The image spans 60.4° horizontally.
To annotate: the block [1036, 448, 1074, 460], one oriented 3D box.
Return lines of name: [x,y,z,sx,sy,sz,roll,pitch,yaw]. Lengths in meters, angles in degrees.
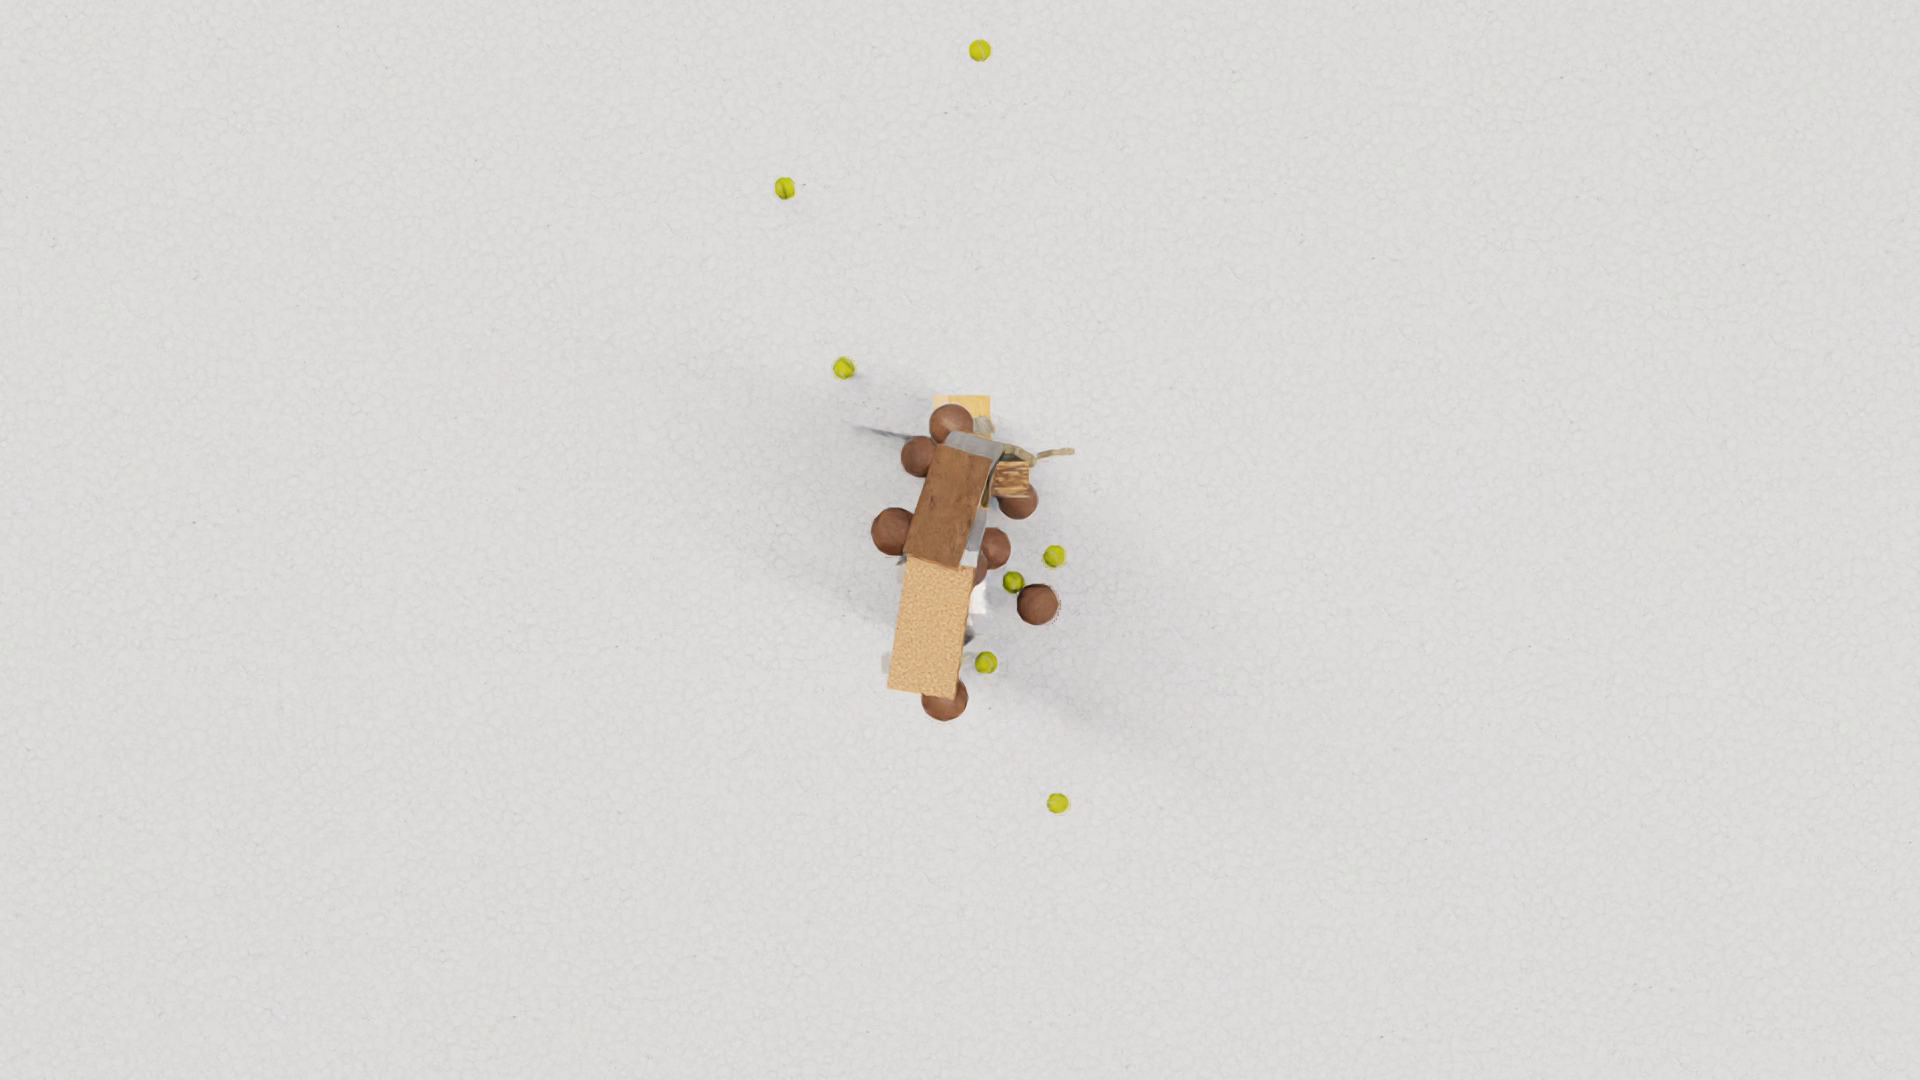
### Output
block: [0.273,-0.248,4.728,0.064,0.129,0.018,-5,89,-19]

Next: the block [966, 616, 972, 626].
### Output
block: [-0.023,0.258,5.091,0.101,0.314,0.029,-9,88,4]

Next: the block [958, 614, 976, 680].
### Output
block: [-0.007,0.340,5.269,0.108,0.030,0.215,-1,90,1]

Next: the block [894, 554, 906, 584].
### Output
block: [-0.065,0.057,4.341,0.170,0.340,0.048,-4,98,5]

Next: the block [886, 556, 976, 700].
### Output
block: [-0.072,0.216,4.135,0.170,0.048,0.340,9,88,6]

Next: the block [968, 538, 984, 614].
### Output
block: [-0.003,0.071,5.163,0.157,0.044,0.313,0,90,1]

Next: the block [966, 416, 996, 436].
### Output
block: [0.058,-0.333,4.837,0.064,0.129,0.018,-12,112,-5]

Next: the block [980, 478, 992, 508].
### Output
block: [0.026,-0.172,4.620,0.125,0.326,0.035,17,75,5]

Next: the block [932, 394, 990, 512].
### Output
block: [0.003,-0.268,5.115,0.180,0.051,0.359,0,90,0]

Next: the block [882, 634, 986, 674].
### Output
block: [-0.059,0.319,4.704,0.170,1.094,0.048,-1,89,6]

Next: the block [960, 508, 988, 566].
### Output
block: [-0.014,-0.017,4.220,0.144,0.287,0.041,8,113,3]

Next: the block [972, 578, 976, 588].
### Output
block: [-0.014,0.128,5.034,0.101,0.203,0.029,8,91,8]

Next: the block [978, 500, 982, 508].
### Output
block: [0.002,-0.147,4.408,0.125,0.035,0.249,13,73,3]

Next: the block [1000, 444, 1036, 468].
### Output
block: [0.118,-0.260,4.980,0.211,0.105,0.030,8,76,40]

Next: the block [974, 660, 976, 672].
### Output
block: [-0.004,0.412,5.392,0.108,0.215,0.030,-1,90,1]

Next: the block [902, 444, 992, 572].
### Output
block: [-0.031,-0.082,4.081,0.144,0.041,0.287,17,79,5]

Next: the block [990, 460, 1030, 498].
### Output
block: [0.097,-0.179,4.876,0.211,0.030,0.105,0,79,-9]

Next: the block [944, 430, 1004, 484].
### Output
block: [0.025,-0.217,4.271,0.144,0.287,0.041,16,108,3]

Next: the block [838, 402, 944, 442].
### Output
block: [-0.217,-0.371,5.150,0.369,0.018,0.064,13,96,29]
